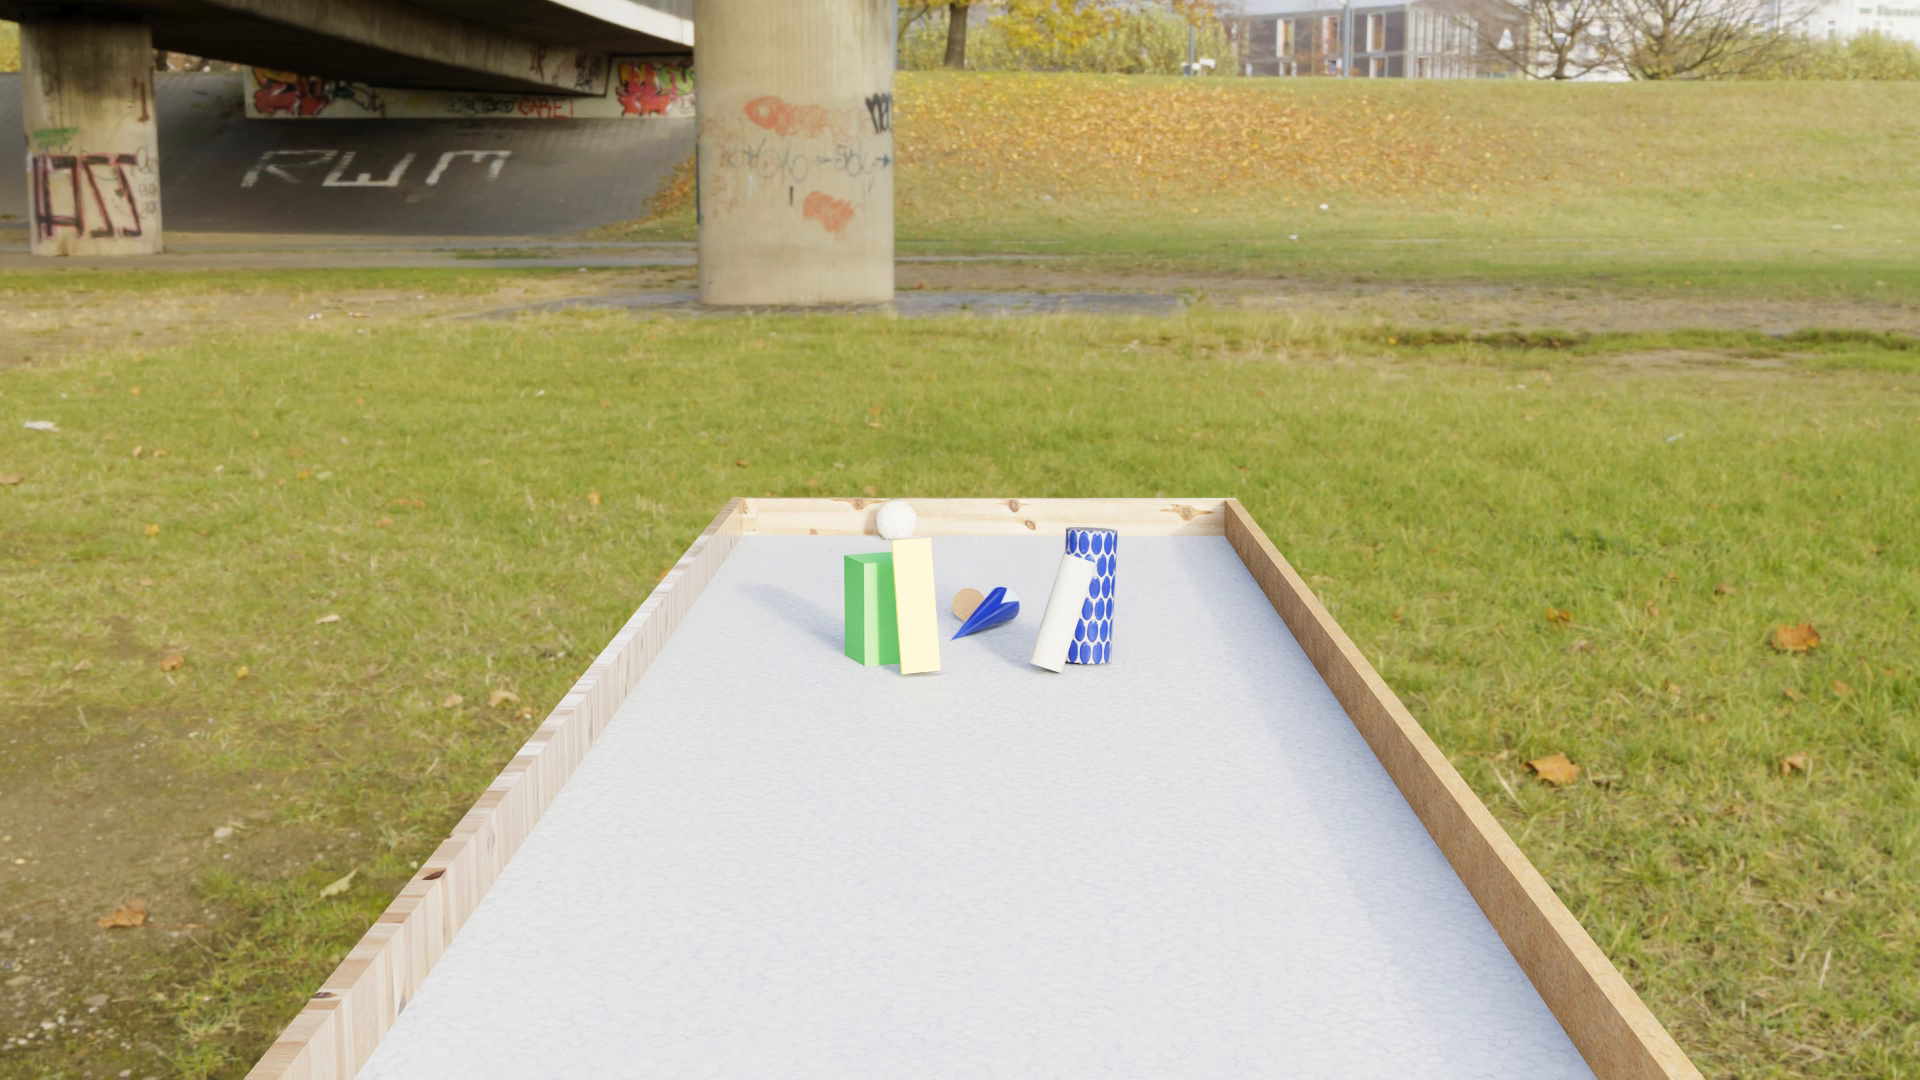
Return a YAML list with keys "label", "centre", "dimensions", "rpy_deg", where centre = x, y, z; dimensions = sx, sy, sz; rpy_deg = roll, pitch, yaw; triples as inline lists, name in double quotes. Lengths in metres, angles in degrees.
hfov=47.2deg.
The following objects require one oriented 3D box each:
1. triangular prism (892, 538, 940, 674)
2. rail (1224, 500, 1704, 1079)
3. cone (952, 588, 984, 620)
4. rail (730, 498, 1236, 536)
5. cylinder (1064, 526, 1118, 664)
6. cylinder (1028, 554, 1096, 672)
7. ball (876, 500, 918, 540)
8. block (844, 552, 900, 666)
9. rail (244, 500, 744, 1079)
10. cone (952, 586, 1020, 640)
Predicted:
- label: "triangular prism"
  centre: [-0.142, 0.193, 6.510]
  dimensions: [0.119, 0.391, 0.103]
  rpy_deg: [-5, 1, -15]
- label: "rail"
  centre: [1.046, 0.843, 3.208]
  dimensions: [0.050, 0.150, 12.000]
  rpy_deg: [0, 9, 1]
- label: "cone"
  centre: [0.031, 0.214, 7.485]
  dimensions: [0.111, 0.111, 0.364]
  rpy_deg: [0, 0, 0]
- label: "rail"
  centre: [0.099, -0.098, 9.147]
  dimensions: [2.100, 0.150, 0.050]
  rpy_deg: [0, 9, 1]
- label: "cylinder"
  centre: [0.389, 0.165, 6.658]
  dimensions: [0.159, 0.398, 0.159]
  rpy_deg: [2, 5, 0]
- label: "cylinder"
  centre: [0.304, 0.217, 6.518]
  dimensions: [0.104, 0.337, 0.104]
  rpy_deg: [18, -2, 1]
- label: "ball"
  centre: [-0.258, -0.078, 8.970]
  dimensions: [0.166, 0.166, 0.166]
  rpy_deg: [0, 9, 0]
- label: "block"
  centre: [-0.239, 0.208, 6.699]
  dimensions: [0.175, 0.313, 0.175]
  rpy_deg: [-4, 10, -23]
- label: "rail"
  centre: [-1.004, 0.839, 3.234]
  dimensions: [0.050, 0.150, 12.000]
  rpy_deg: [0, 9, 1]
- label: "cone"
  centre: [0.056, 0.267, 7.133]
  dimensions: [0.123, 0.123, 0.363]
  rpy_deg: [5, 20, 29]
